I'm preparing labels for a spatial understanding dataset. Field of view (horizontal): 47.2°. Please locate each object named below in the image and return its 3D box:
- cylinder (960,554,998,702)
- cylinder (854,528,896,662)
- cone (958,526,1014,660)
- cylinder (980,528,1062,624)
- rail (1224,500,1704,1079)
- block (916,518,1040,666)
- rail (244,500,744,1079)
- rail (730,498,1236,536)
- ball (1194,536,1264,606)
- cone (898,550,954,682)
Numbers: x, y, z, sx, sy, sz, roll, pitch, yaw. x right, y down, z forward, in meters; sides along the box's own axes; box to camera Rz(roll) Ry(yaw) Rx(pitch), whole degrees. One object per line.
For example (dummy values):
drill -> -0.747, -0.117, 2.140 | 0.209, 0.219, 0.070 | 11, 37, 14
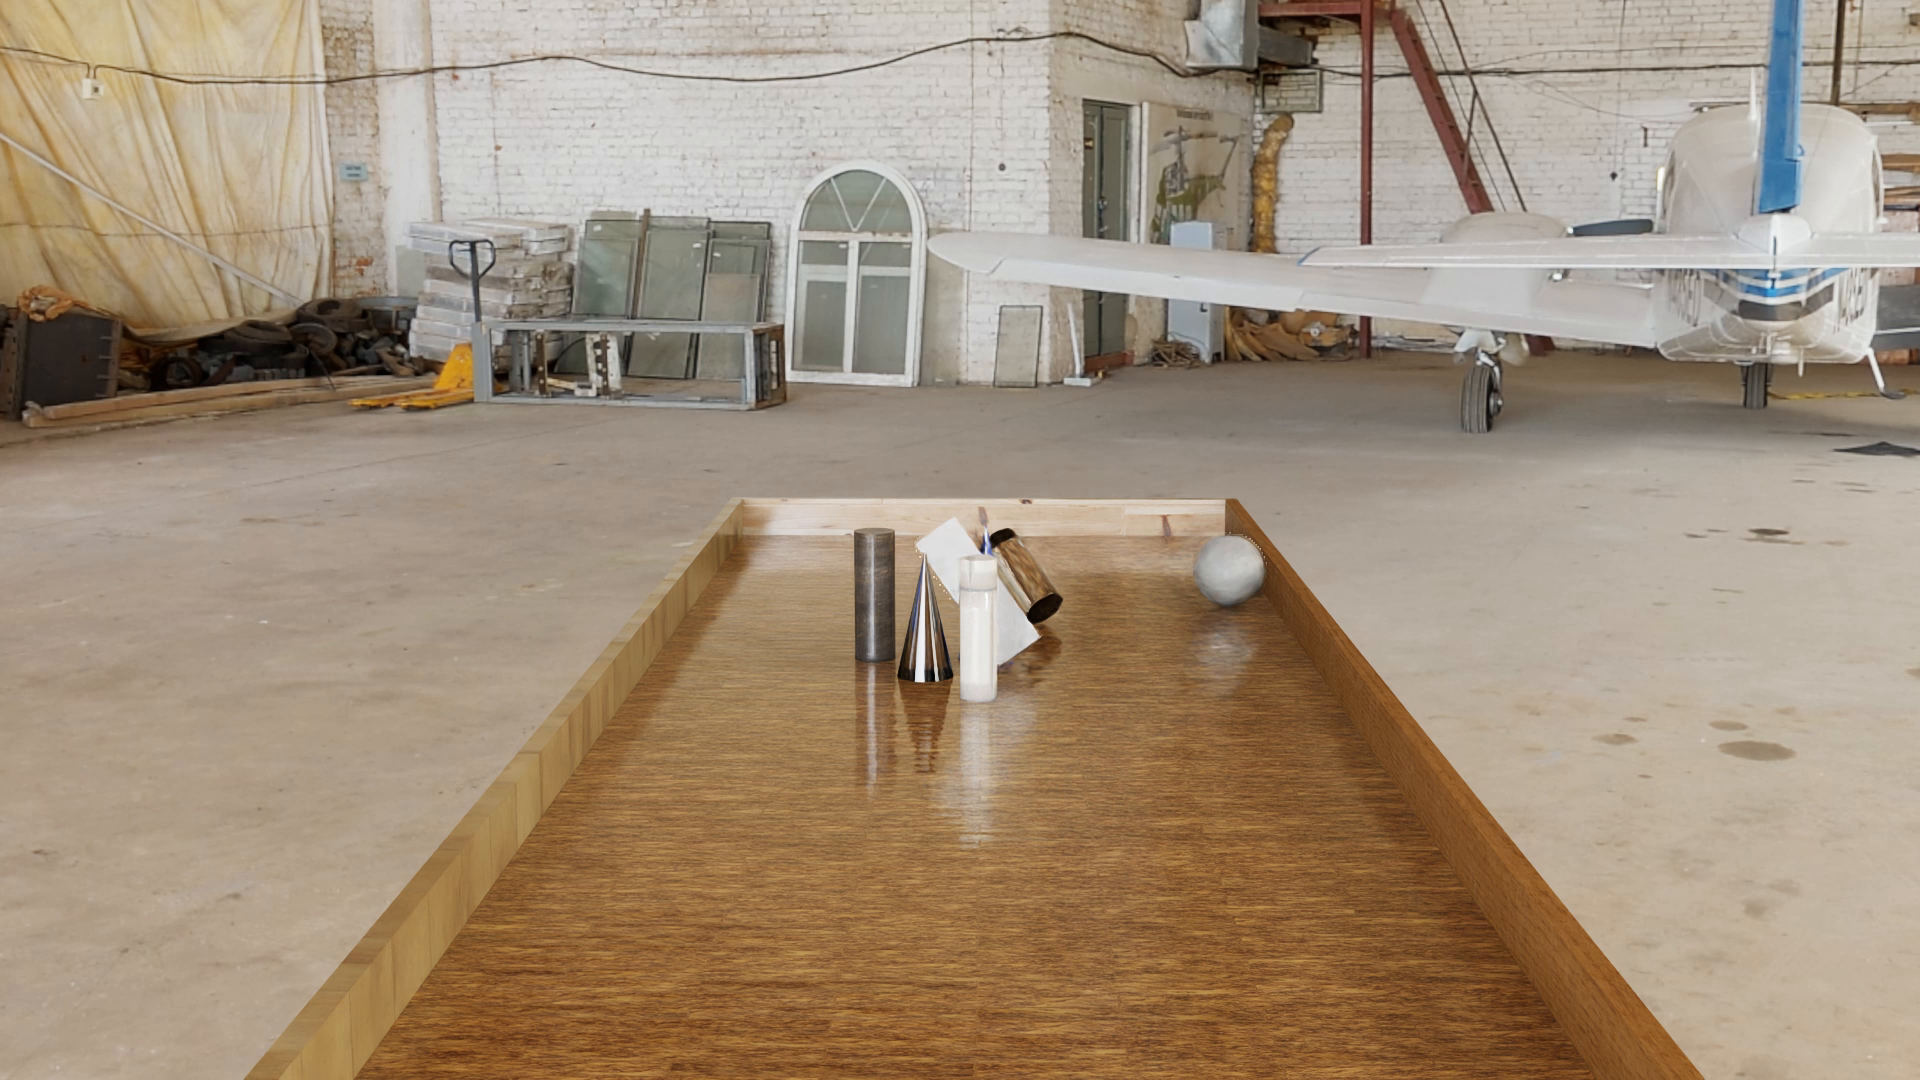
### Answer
cylinder -> 0.052, 0.247, 6.171 | 0.105, 0.400, 0.105 | 0, 9, 0
cylinder -> -0.259, 0.167, 6.698 | 0.124, 0.395, 0.124 | 0, 9, 0
cone -> 0.080, 0.156, 6.699 | 0.174, 0.414, 0.174 | 0, 9, 0
cylinder -> 0.201, 0.119, 7.305 | 0.140, 0.140, 0.306 | -7, 50, -38
rail -> 1.046, 0.843, 3.208 | 0.050, 0.150, 12.000 | 0, 9, 1
block -> 0.054, 0.156, 6.554 | 0.142, 0.439, 0.142 | -35, -6, -2
rail -> -1.004, 0.839, 3.234 | 0.050, 0.150, 12.000 | 0, 9, 1
rail -> 0.099, -0.098, 9.147 | 2.100, 0.150, 0.050 | 0, 9, 1
ball -> 0.926, 0.105, 7.569 | 0.244, 0.244, 0.244 | 0, 9, 0
cone -> -0.102, 0.215, 6.455 | 0.167, 0.375, 0.167 | 0, 9, 0
